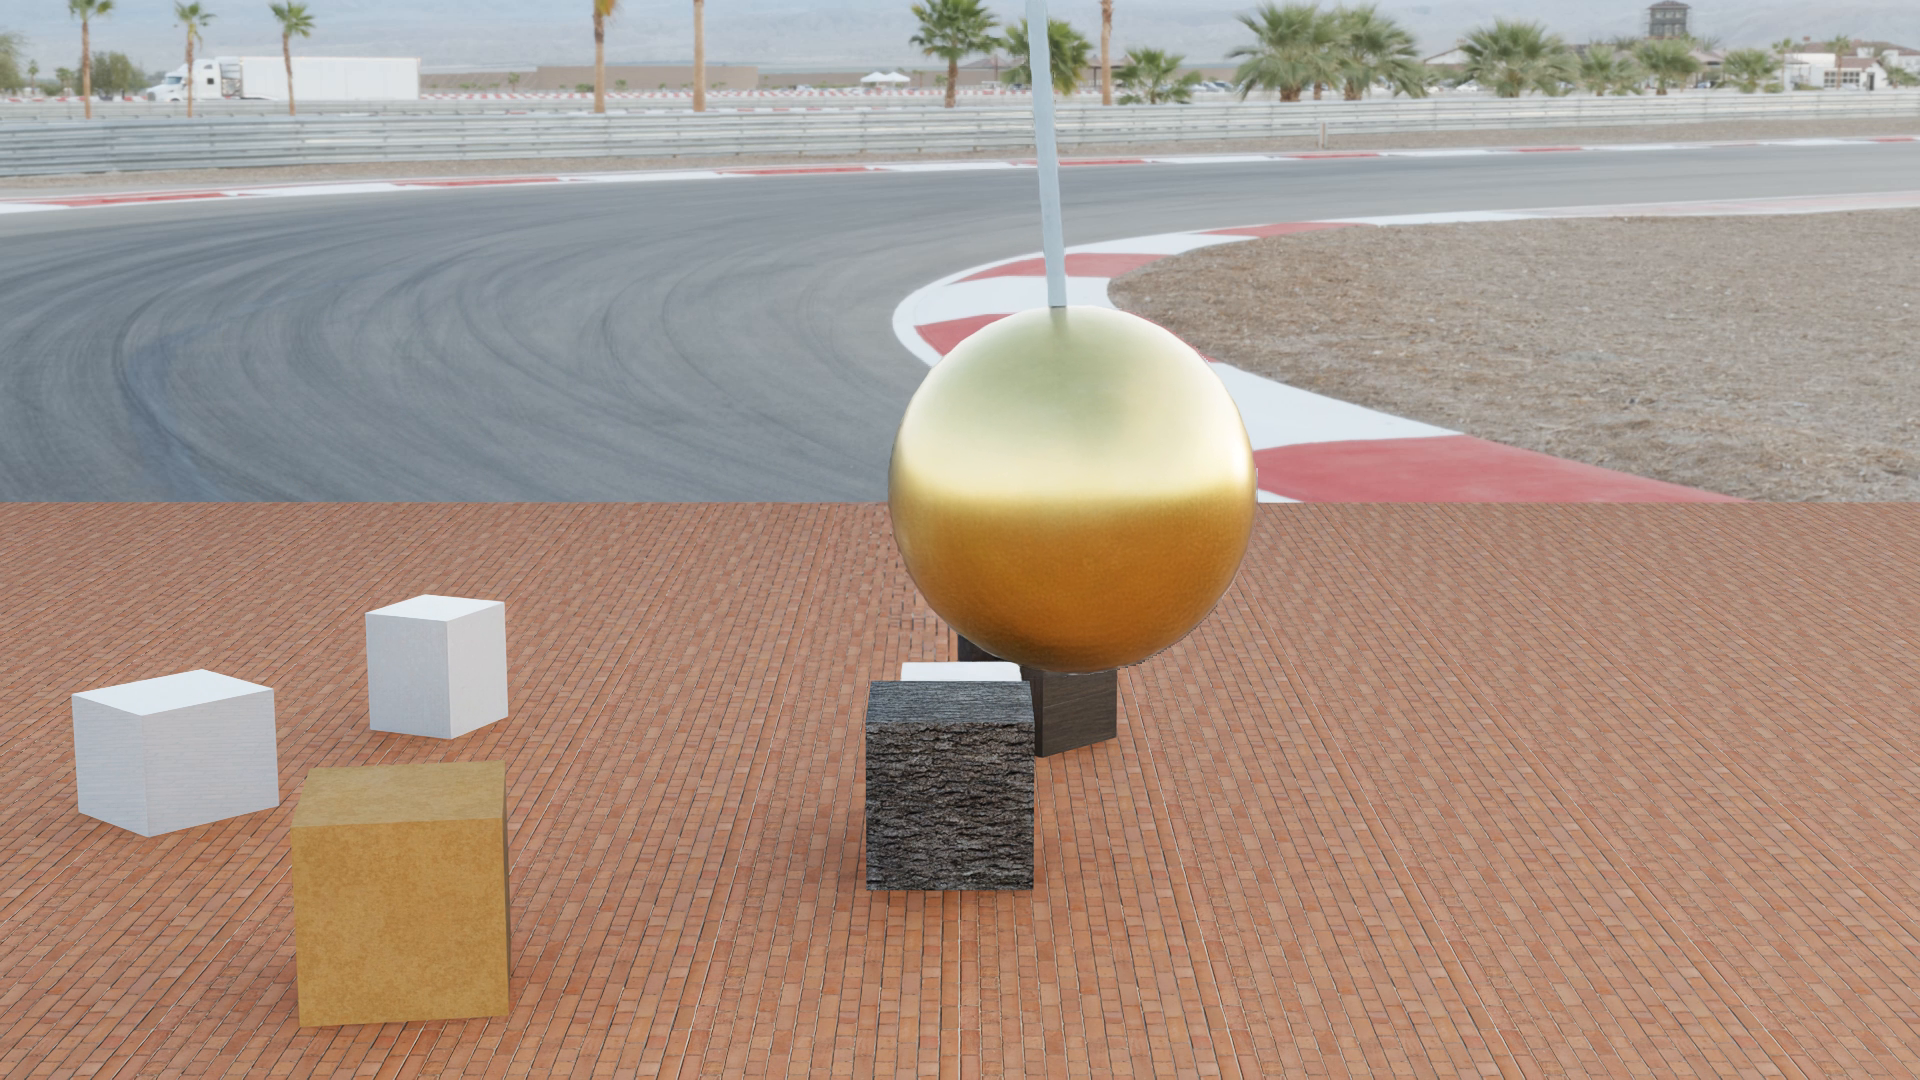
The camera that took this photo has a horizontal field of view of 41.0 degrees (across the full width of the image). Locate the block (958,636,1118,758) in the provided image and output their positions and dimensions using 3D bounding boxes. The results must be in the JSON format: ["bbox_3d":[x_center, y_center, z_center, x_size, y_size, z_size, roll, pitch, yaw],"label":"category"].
[{"bbox_3d":[0.415,0.712,13.691,0.613,0.701,0.585,10,14,44],"label":"block"}]

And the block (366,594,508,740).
[{"bbox_3d":[-2.850,0.684,13.997,0.523,0.646,0.546,4,11,23],"label":"block"}]

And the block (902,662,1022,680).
[{"bbox_3d":[0.005,0.989,12.159,0.563,0.705,0.585,0,10,0],"label":"block"}]

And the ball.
[{"bbox_3d":[0.484,-0.221,11.140,1.600,1.600,1.600,0,10,0],"label":"ball"}]

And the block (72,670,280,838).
[{"bbox_3d":[-3.775,1.014,12.358,0.625,0.584,0.706,9,14,41],"label":"block"}]

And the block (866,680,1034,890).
[{"bbox_3d":[-0.044,1.087,11.485,0.729,0.752,0.776,0,10,0],"label":"block"}]

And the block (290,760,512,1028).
[{"bbox_3d":[-2.149,1.353,9.960,0.768,0.774,0.823,-2,10,-9],"label":"block"}]

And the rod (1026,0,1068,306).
[{"bbox_3d":[0.210,-3.556,10.534,0.080,5.200,0.080,-5,10,1],"label":"rod"}]
